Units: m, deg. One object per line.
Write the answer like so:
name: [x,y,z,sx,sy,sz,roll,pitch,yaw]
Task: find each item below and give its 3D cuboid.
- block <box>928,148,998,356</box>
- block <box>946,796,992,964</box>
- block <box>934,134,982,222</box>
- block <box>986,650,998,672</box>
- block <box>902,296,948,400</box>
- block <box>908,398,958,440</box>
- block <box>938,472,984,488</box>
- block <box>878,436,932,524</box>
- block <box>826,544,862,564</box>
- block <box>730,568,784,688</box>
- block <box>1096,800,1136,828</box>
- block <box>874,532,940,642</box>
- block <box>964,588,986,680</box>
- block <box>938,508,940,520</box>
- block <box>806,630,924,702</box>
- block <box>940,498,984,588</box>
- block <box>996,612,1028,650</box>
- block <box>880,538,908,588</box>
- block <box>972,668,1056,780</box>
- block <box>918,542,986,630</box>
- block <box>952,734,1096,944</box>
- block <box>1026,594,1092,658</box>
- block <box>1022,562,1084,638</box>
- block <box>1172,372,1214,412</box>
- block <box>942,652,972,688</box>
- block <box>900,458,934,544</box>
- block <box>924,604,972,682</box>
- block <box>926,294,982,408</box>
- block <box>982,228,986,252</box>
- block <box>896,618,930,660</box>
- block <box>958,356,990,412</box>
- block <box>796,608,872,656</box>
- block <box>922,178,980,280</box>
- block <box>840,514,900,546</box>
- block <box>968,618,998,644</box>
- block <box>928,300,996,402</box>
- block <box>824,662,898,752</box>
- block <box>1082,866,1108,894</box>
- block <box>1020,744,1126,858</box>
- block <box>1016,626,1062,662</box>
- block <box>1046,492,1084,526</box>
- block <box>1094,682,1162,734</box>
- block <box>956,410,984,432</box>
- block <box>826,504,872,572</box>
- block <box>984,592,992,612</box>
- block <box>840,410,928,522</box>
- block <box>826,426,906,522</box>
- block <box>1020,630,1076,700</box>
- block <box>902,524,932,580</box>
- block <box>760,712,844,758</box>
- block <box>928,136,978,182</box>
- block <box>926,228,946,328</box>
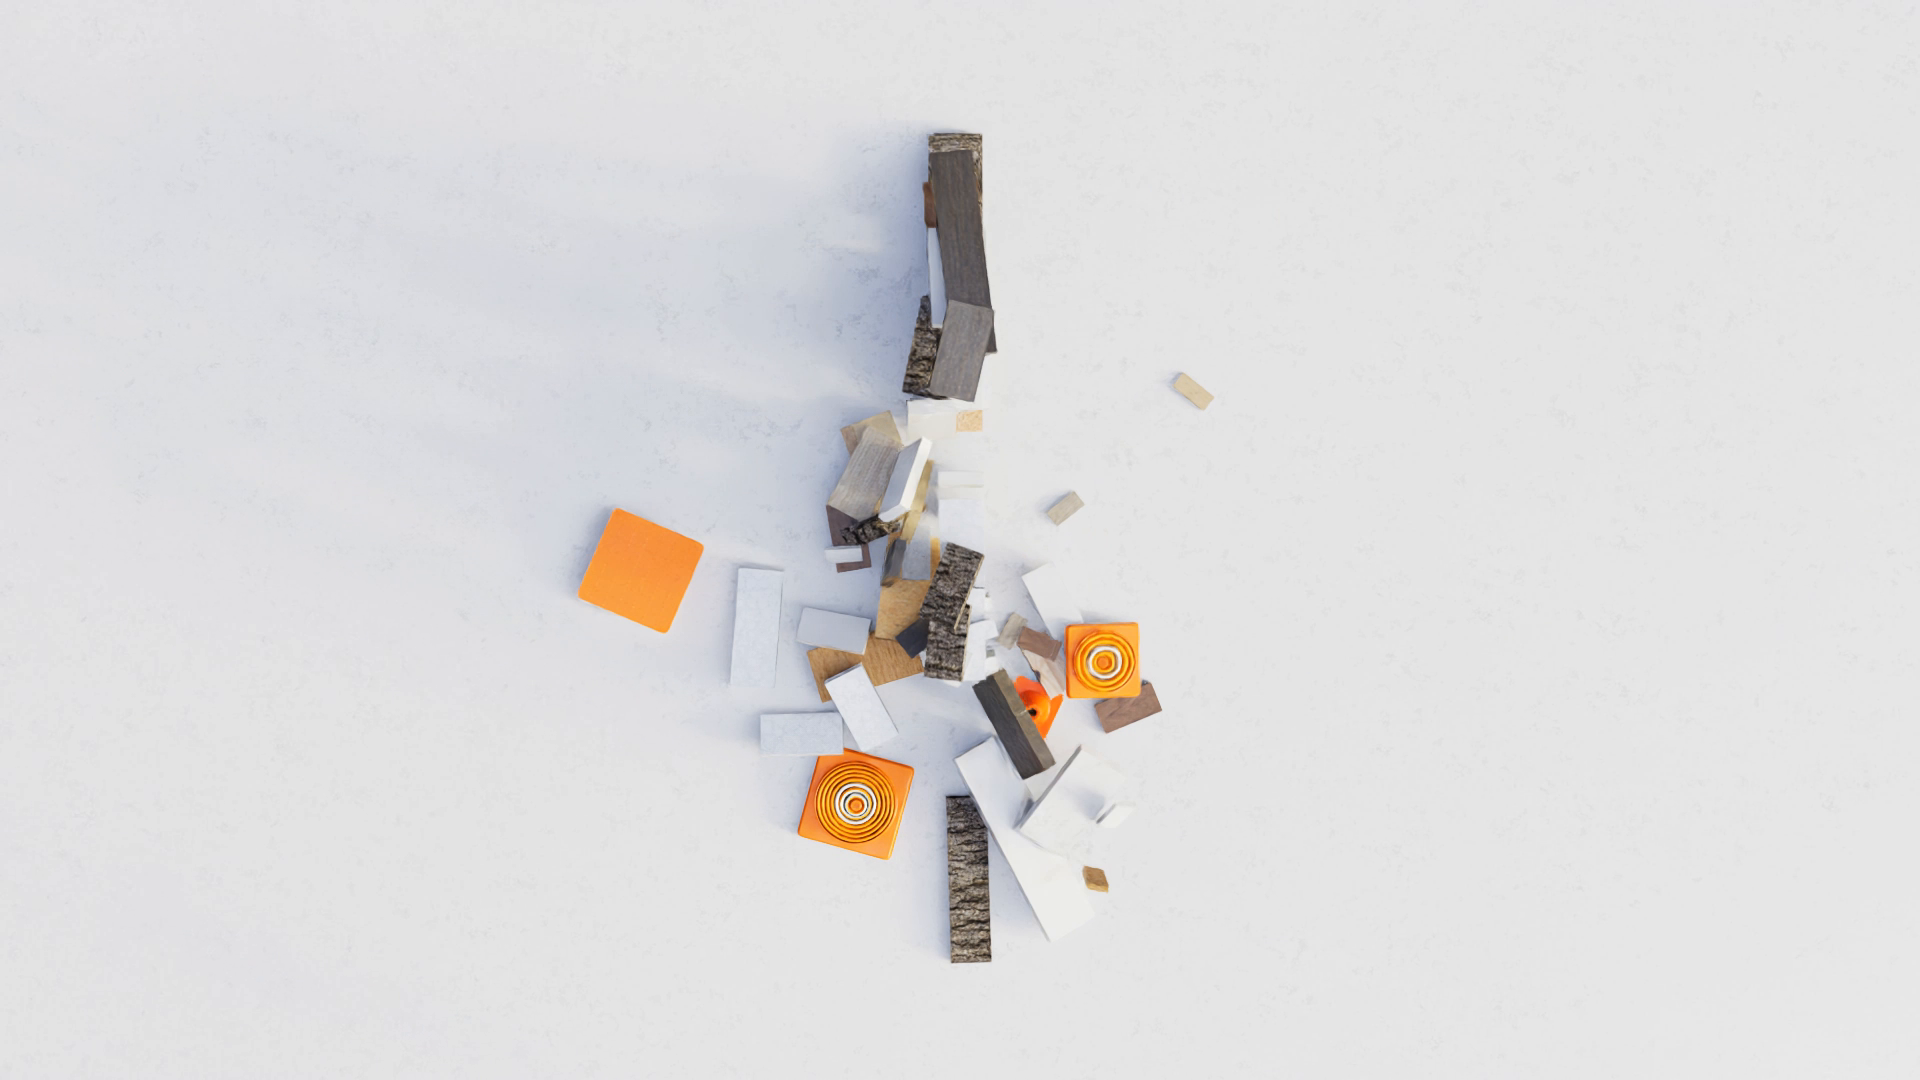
block: [0.009,-0.892,5.135,0.134,0.038,0.648,-6,84,-5]
block: [0.029,1.127,5.481,0.135,0.038,0.548,-2,90,0]
block: [-0.007,-1.019,5.477,0.163,0.046,0.654,0,90,0]
block: [0.047,0.399,5.356,0.144,0.288,0.041,-10,91,0]
block: [-0.078,-0.603,5.215,0.154,0.044,0.308,12,95,-3]
block: [-0.089,-0.385,5.297,0.154,0.308,0.044,-3,78,-2]
block: [0.003,-0.195,5.356,0.144,0.287,0.041,0,89,0]
block: [-0.177,-0.193,5.290,0.038,0.134,0.268,32,56,-23]
block: [-0.383,0.047,5.442,0.118,0.017,0.059,-4,131,0]
block: [-0.674,0.292,5.479,0.145,0.041,0.389,4,90,0]
block: [0.504,0.886,5.324,0.069,0.138,0.020,9,50,-23]
block: [-0.169,0.160,5.444,0.177,0.050,0.354,7,80,0]
block: [0.008,0.296,5.191,0.144,0.041,0.288,-1,90,0]
block: [0.003,-0.087,5.359,0.140,0.280,0.040,0,93,0]
block: [-0.313,0.403,5.475,0.354,0.050,0.177,-17,90,0]
block: [0.006,0.011,5.199,0.140,0.040,0.280,-1,90,0]
block: [0.173,0.303,5.492,0.058,0.016,0.116,31,90,0]
block: [-0.214,0.076,5.308,0.034,0.241,0.121,13,79,-7]
block: [0.175,0.602,5.384,0.050,0.175,0.351,-26,83,-28]
block: [-0.026,0.142,5.124,0.121,0.034,0.250,19,78,14]
block: [0.210,0.984,5.450,0.175,0.050,0.680,-28,90,-17]
block: [0.330,0.262,5.486,0.102,0.029,0.250,-34,90,0]
block: [0.307,0.197,5.455,0.115,0.033,0.230,-27,90,0]
block: [0.777,-0.494,5.492,0.133,0.017,0.059,39,90,0]
block: [-0.009,0.399,5.162,0.058,0.016,0.116,23,90,0]
block: [-0.141,-0.127,5.307,0.038,0.268,0.134,18,134,-6]
block: [-0.038,0.314,5.140,0.121,0.034,0.241,6,88,11]
block: [-0.018,-0.604,5.264,0.175,0.050,0.359,0,96,0]
block: [-0.002,-0.823,5.318,0.175,0.050,0.351,0,87,0]
block: [-0.112,0.299,5.381,0.181,0.026,0.090,-37,83,-7]
block: [0.018,-0.562,5.344,0.144,0.041,0.287,-3,83,0]
block: [-0.416,0.301,5.447,0.230,0.033,0.115,10,72,10]
block: [-0.021,-0.979,5.271,0.175,0.050,0.351,-4,75,-1]
block: [-0.293,-0.034,5.418,0.181,0.090,0.026,-23,56,3]
block: [0.057,0.287,5.162,0.116,0.016,0.058,-15,90,0]
block: [0.003,-0.579,5.057,0.145,0.041,0.290,12,97,-8]
block: [-0.324,0.553,5.444,0.135,0.038,0.270,-27,105,3]
block: [0.433,1.088,5.292,0.069,0.138,0.020,14,102,-6]
block: [0.366,0.850,5.372,0.176,0.050,0.351,33,105,-9]
block: [0.262,0.344,5.450,0.138,0.020,0.069,23,80,-5]
block: [0.352,-0.104,5.492,0.118,0.017,0.059,-38,90,0]
block: [0.559,0.558,5.486,0.204,0.029,0.102,-23,90,0]
block: [0.008,-0.503,5.438,0.144,0.041,0.287,2,107,0]
block: [-0.369,-0.013,5.484,0.115,0.033,0.230,-10,90,0]
block: [0.029,0.210,5.355,0.144,0.288,0.041,-11,92,0]
block: [-0.252,-0.233,5.475,0.177,0.050,0.354,-21,90,0]
block: [-0.306,-0.213,5.429,0.145,0.041,0.290,28,90,0]
block: [0.290,0.415,5.471,0.102,0.029,0.204,-29,87,-12]
block: [-0.141,0.041,5.427,0.090,0.026,0.181,1,80,-1]
block: [-0.523,0.645,5.460,0.270,0.038,0.135,-2,72,0]
block: [-0.022,-1.165,5.431,0.163,0.046,0.326,0,90,0]
block: [-0.019,-0.824,5.166,0.154,0.044,0.308,-3,84,-5]
